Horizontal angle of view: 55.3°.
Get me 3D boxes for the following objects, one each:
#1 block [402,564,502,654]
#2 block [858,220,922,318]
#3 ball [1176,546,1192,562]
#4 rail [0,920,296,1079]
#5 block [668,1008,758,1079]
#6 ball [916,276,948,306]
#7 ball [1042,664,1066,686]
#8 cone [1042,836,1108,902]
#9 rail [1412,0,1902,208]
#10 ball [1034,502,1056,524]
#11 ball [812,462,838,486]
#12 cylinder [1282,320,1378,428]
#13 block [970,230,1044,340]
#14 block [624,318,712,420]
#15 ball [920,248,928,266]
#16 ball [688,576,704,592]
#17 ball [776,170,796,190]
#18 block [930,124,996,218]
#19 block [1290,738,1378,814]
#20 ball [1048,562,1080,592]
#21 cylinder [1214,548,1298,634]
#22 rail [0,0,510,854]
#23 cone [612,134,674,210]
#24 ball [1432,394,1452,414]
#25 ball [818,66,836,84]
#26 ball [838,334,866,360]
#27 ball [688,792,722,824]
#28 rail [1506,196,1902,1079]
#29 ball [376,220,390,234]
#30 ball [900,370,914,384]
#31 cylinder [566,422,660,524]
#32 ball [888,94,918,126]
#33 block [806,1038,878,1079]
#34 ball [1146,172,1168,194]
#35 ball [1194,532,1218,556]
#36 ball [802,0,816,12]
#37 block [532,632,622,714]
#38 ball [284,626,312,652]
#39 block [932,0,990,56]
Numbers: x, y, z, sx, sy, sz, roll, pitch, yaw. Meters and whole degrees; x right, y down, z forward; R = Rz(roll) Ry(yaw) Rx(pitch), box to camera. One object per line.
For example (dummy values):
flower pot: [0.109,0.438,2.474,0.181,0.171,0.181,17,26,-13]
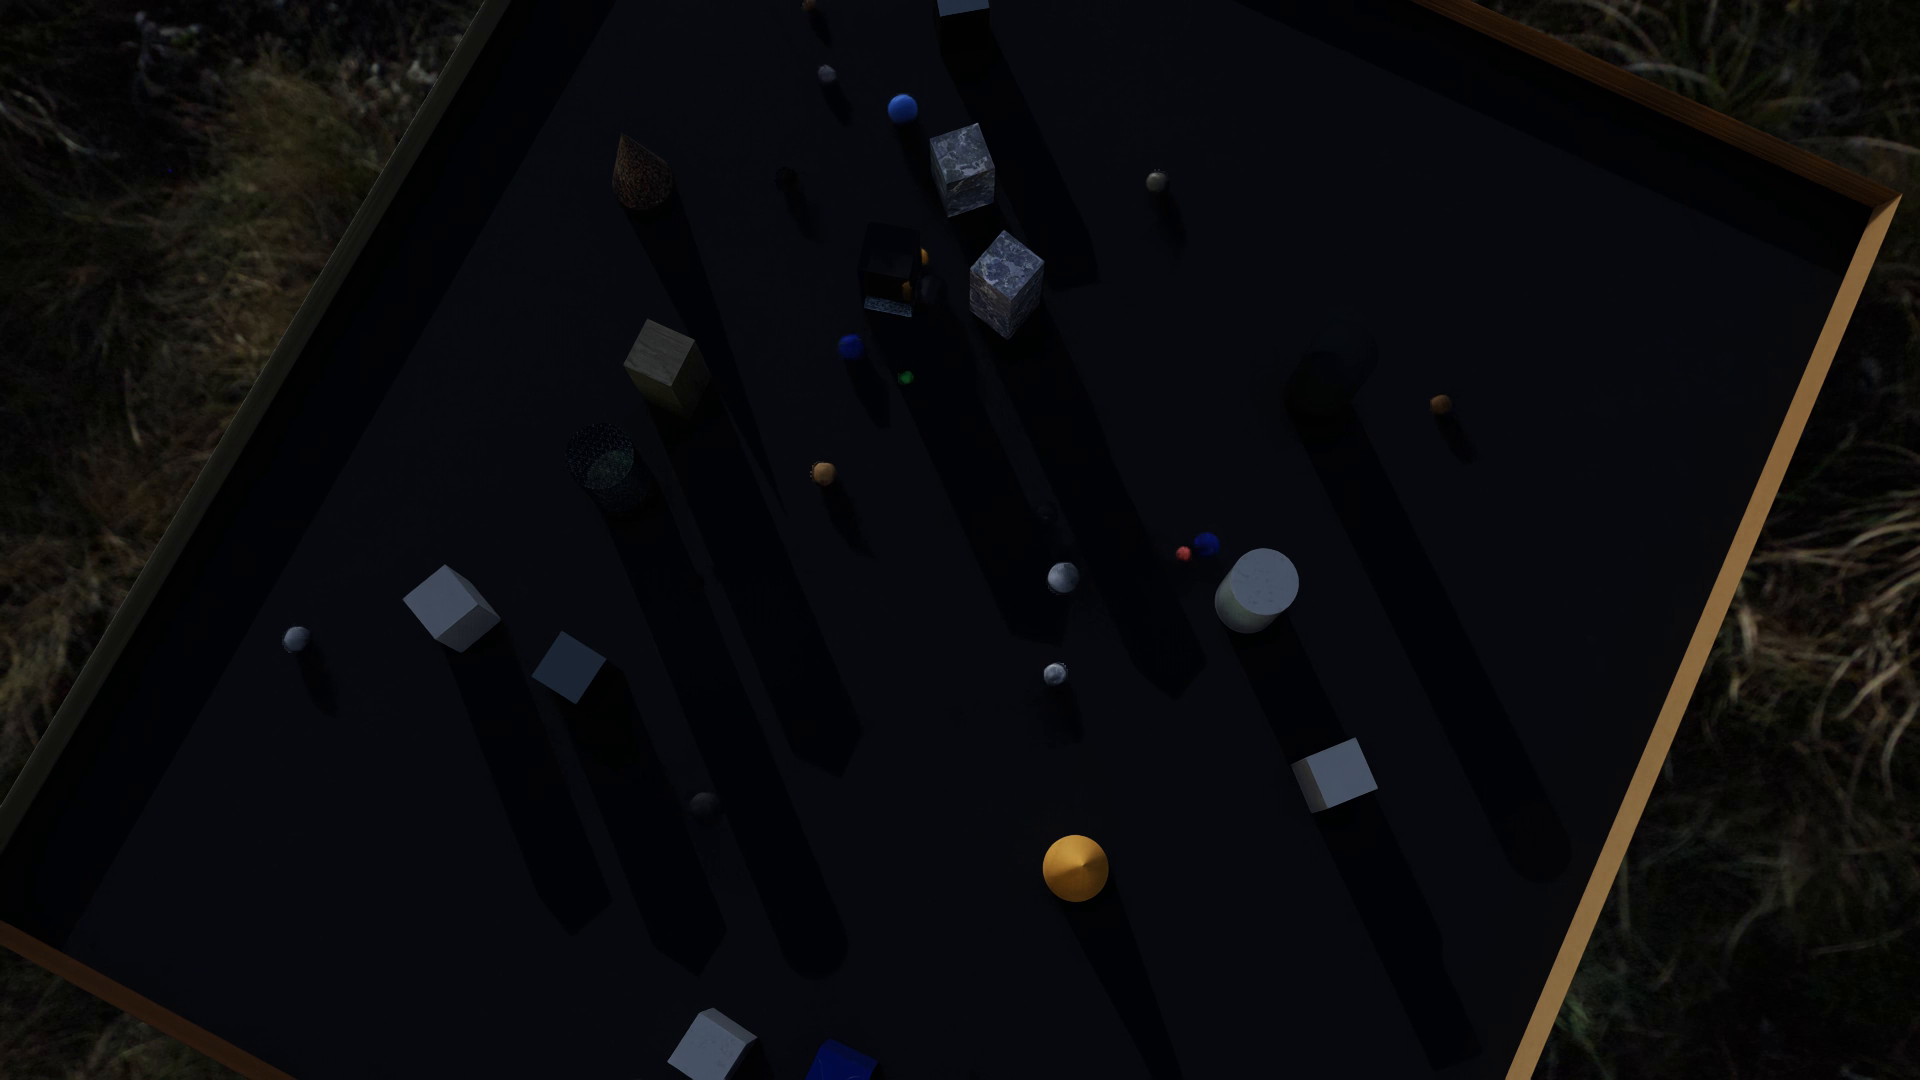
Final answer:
block: [-1.501,0.207,5.430,0.156,0.282,0.156,-40,81,-8]
block: [-0.212,-0.825,5.608,0.156,0.351,0.156,11,79,2]
ball: [0.680,0.043,5.584,0.047,0.047,0.047,0,78,0]
rail: [-1.015,1.994,5.138,4.278,0.127,0.045,26,80,5]
block: [-0.694,1.437,5.170,0.156,0.292,0.156,32,80,6]
ball: [-0.087,-0.778,5.728,0.098,0.098,0.098,0,78,0]
ball: [0.283,0.405,5.497,0.069,0.069,0.069,0,78,0]
cone: [0.342,0.936,5.250,0.195,0.339,0.195,0,78,0]
rail: [1.015,-1.981,5.961,4.278,0.127,0.045,26,80,5]
ball: [0.261,-0.082,5.600,0.065,0.065,0.065,0,78,0]
ball: [-0.414,-0.203,5.620,0.075,0.075,0.075,0,78,0]
cylinder: [1.103,-0.490,5.480,0.195,0.465,0.195,0,78,0]
block: [0.140,-0.772,5.582,0.156,0.381,0.156,39,81,7]
block: [-0.879,-0.510,5.533,0.156,0.371,0.156,24,79,5]
ball: [-0.131,-0.889,5.769,0.062,0.062,0.062,0,78,0]
ball: [-0.801,0.132,5.565,0.047,0.047,0.047,0,78,0]
ball: [-0.552,-1.144,5.820,0.065,0.065,0.065,0,78,0]
block: [0.007,-1.150,5.714,0.156,0.275,0.156,-19,79,-4]
block: [1.089,0.689,5.347,0.156,0.249,0.156,-21,79,-4]
ball: [0.314,0.113,5.545,0.095,0.095,0.095,0,78,0]
cylinder: [0.872,0.154,5.410,0.195,0.341,0.195,0,78,0]
rail: [-1.892,-0.920,5.741,0.045,0.127,4.586,26,80,5]
cone: [-1.014,-1.184,5.670,0.195,0.375,0.195,0,78,0]
ball: [1.491,-0.419,5.672,0.062,0.062,0.062,0,78,0]
ball: [-0.429,-1.497,5.896,0.059,0.059,0.059,0,78,0]
ball: [-0.337,-0.601,5.698,0.084,0.084,0.084,0,78,0]
ball: [-0.751,0.791,5.403,0.097,0.097,0.097,0,78,0]
rail: [1.892,0.933,5.358,0.045,0.127,4.586,26,80,5]
ball: [-1.829,-0.991,5.800,0.042,0.042,0.042,0,78,0]
ball: [-0.165,-0.505,5.699,0.042,0.042,0.042,0,78,0]
cylinder: [-1.023,-0.192,5.423,0.195,0.456,0.195,0,78,0]
ball: [-0.182,-1.372,5.851,0.097,0.097,0.097,0,78,0]
block: [-0.339,1.508,5.110,0.156,0.380,0.156,24,79,5]
ball: [0.625,-1.134,5.816,0.069,0.069,0.069,0,78,0]
ball: [0.747,0.014,5.576,0.074,0.074,0.074,0,78,0]
ball: [-0.488,-1.741,5.953,0.046,0.046,0.046,0,78,0]
block: [-1.126,0.393,5.403,0.156,0.258,0.156,31,80,6]
ball: [-1.993,0.297,5.516,0.076,0.076,0.076,0,78,0]
block: [0.001,-1.684,5.828,0.156,0.269,0.156,-11,79,-2]
